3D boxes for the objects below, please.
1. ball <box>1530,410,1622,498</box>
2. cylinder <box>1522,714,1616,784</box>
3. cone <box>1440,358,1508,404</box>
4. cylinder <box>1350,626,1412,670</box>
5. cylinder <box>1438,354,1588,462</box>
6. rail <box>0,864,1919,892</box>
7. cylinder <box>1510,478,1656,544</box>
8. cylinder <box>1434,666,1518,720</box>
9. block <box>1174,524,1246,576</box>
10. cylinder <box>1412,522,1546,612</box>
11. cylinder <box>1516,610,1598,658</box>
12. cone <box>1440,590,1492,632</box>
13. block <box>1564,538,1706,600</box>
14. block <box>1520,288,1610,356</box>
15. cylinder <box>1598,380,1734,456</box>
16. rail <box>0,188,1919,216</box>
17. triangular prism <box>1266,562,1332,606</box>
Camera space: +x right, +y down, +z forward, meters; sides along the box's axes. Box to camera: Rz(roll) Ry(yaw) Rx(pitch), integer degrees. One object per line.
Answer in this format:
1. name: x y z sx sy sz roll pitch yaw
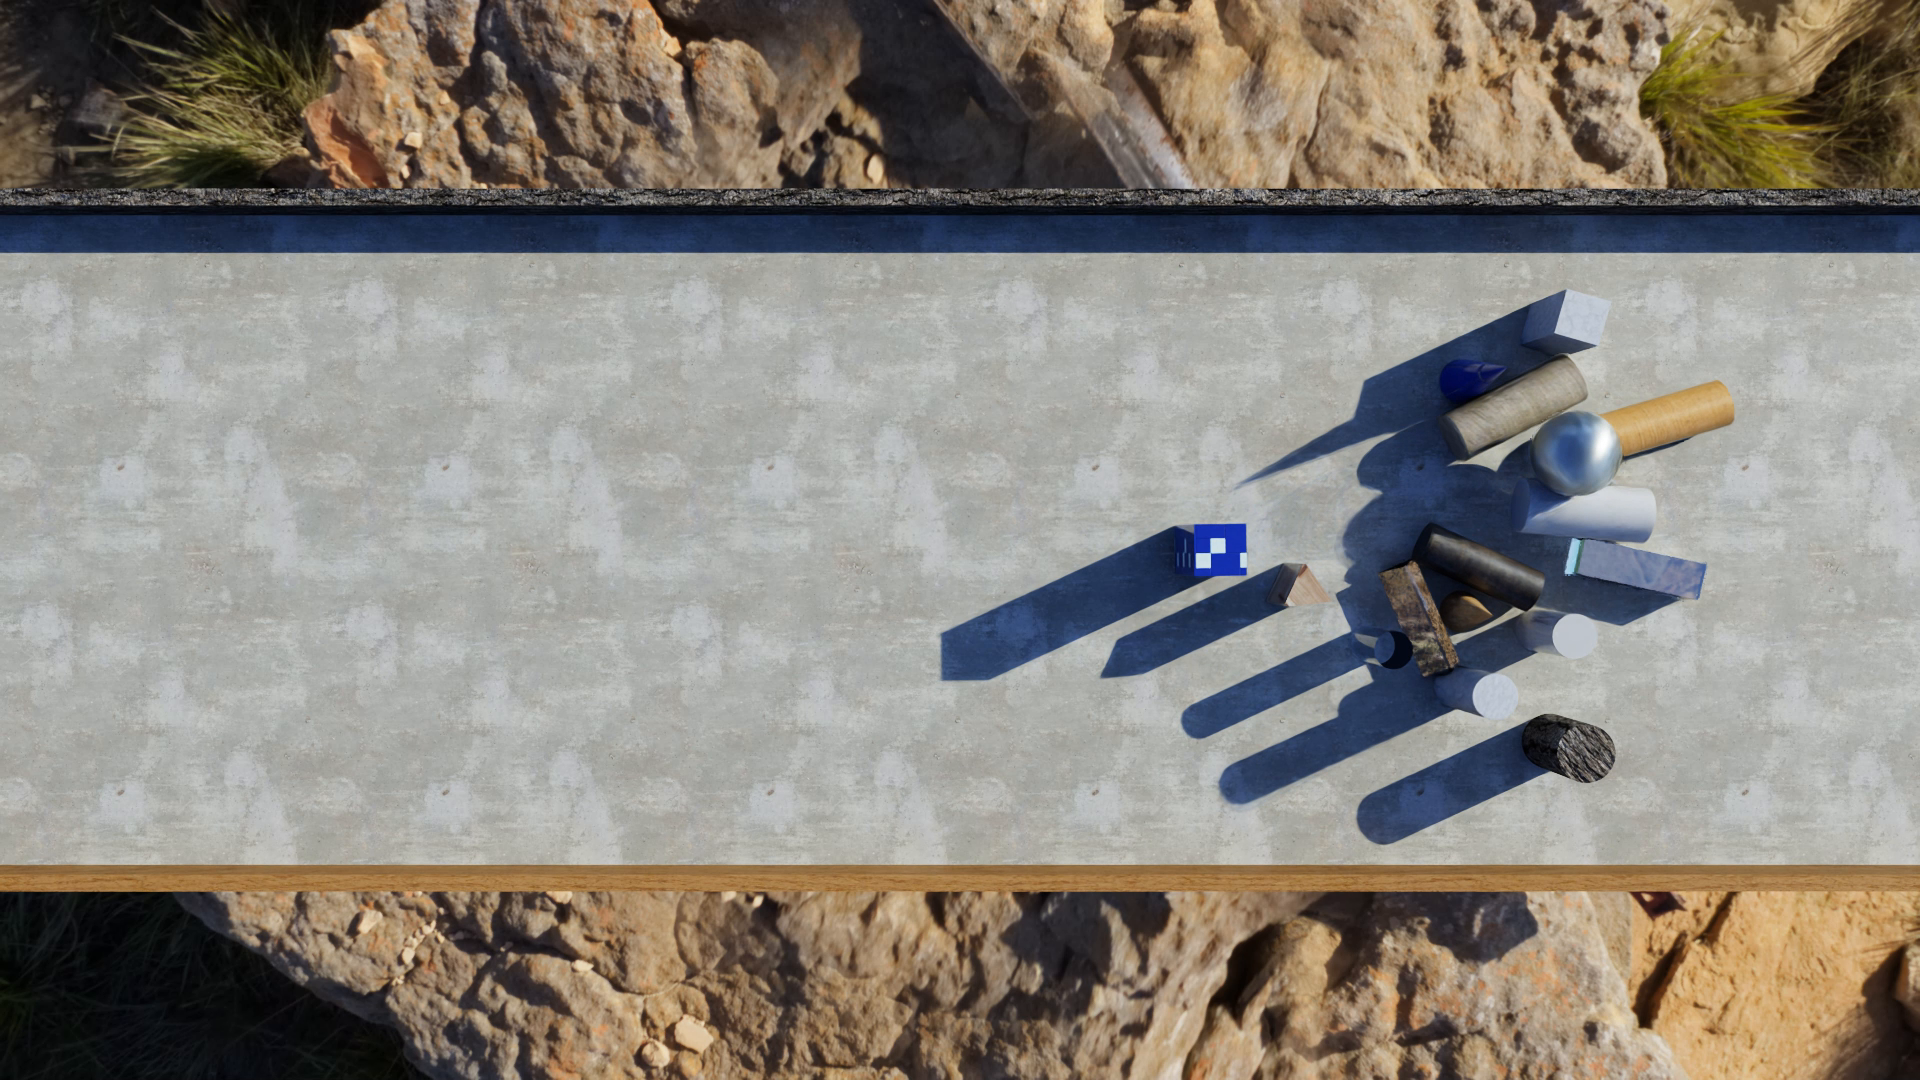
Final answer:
1. ball: 1.811 -0.253 4.848 0.253 0.253 0.253 0 90 0
2. cylinder: 1.814 0.619 4.926 0.170 0.300 0.170 0 90 0
3. cone: 1.544 -0.488 4.861 0.139 0.430 0.139 0 90 0
4. cylinder: 1.254 0.318 4.923 0.112 0.306 0.112 0 90 0
5. cylinder: 1.674 -0.399 4.997 0.409 0.158 0.158 -27 90 0
6. rail: -2.247 1.025 5.001 12.000 0.150 0.050 0 90 0
7. cylinder: 1.884 -0.090 4.993 0.377 0.167 0.167 5 90 0
8. cylinder: 1.523 0.448 4.881 0.131 0.389 0.131 0 89 0
9. block: 0.735 0.028 4.864 0.147 0.425 0.147 -1 90 0
10. cylinder: 1.574 0.082 5.011 0.371 0.130 0.130 24 90 0
11. cylinder: 1.773 0.278 4.916 0.130 0.321 0.130 0 90 0
12. cone: 1.539 0.220 4.917 0.127 0.319 0.127 0 90 0
13. block: 2.055 0.088 5.021 0.373 0.110 0.110 12 90 0
14. block: 1.803 -0.645 4.925 0.133 0.302 0.133 16 90 0
15. cylinder: 2.104 -0.355 5.004 0.433 0.144 0.144 -17 90 0
16. rail: -2.247 -1.025 5.002 12.000 0.150 0.050 0 90 0
17. triangular prism: 1.003 0.126 4.926 0.132 0.301 0.115 -6 90 0
